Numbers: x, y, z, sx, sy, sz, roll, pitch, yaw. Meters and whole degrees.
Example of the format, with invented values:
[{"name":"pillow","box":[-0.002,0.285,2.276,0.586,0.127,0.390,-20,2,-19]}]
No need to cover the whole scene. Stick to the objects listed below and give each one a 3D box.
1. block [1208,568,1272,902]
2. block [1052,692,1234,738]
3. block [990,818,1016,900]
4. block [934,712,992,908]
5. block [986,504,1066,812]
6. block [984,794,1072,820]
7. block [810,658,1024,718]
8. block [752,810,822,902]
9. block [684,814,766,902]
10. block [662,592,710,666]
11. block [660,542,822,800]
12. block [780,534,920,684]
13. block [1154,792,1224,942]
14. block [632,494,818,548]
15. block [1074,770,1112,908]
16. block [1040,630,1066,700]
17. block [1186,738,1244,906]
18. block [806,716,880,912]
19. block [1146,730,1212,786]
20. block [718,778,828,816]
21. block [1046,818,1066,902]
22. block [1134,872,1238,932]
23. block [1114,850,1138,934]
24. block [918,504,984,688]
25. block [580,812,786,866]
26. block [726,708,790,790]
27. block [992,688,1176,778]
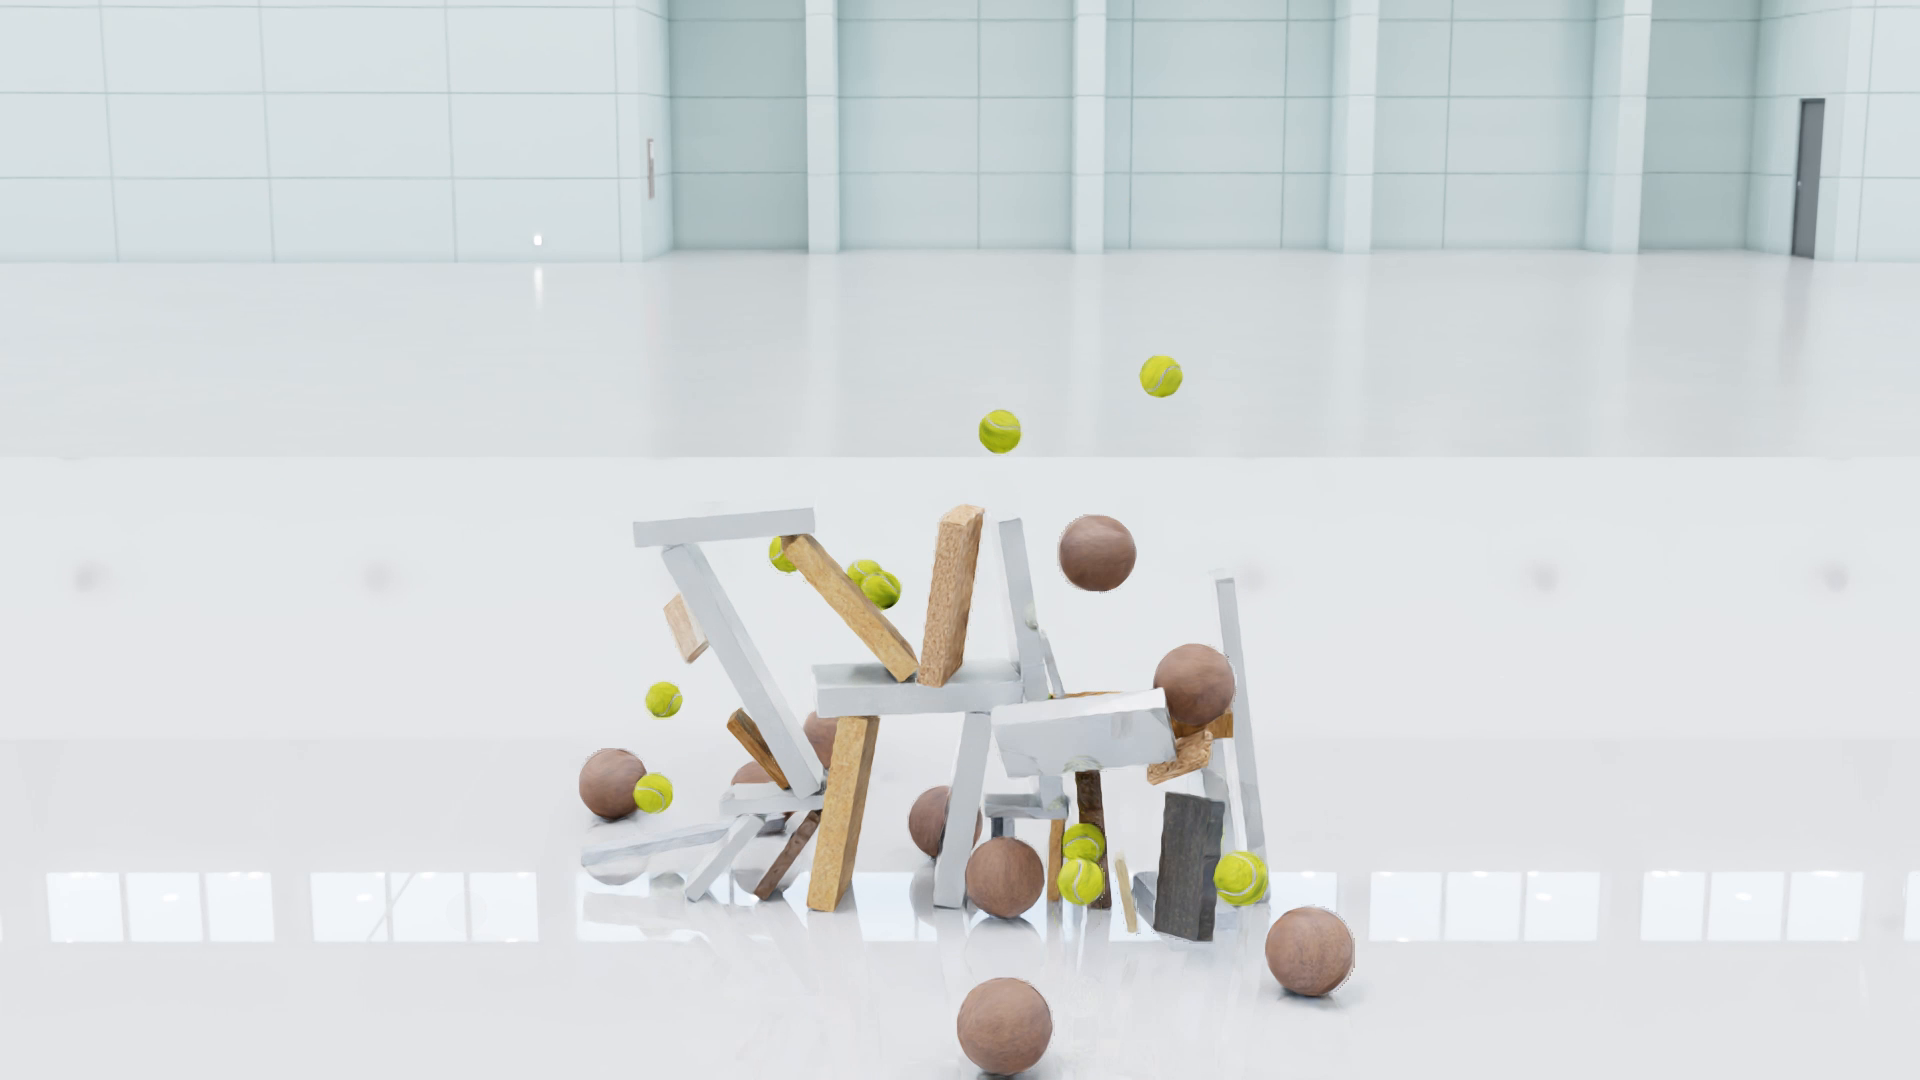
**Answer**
[{"name":"block","box":[0.461,0.320,3.633,0.030,0.540,0.107,-8,8,0]},{"name":"block","box":[0.296,0.287,3.610,0.285,0.040,0.143,0,11,-1]},{"name":"block","box":[0.071,0.520,3.658,0.020,0.140,0.070,-2,11,-15]},{"name":"block","box":[0.006,0.424,3.647,0.047,0.330,0.165,9,10,-1]},{"name":"block","box":[0.108,0.191,3.599,0.038,0.488,0.135,-10,12,-6]},{"name":"block","box":[0.113,0.441,3.644,0.140,0.020,0.070,1,11,5]},{"name":"block","box":[-0.074,0.240,3.598,0.330,0.047,0.165,-1,11,-8]},{"name":"block","box":[-0.278,0.511,3.654,0.025,0.177,0.089,35,12,-1]},{"name":"block","box":[-0.389,0.516,3.658,0.025,0.177,0.089,41,7,-8]},{"name":"block","box":[-0.513,0.160,4.162,0.020,0.072,0.144,28,25,-44]},{"name":"block","box":[-0.353,0.201,3.591,0.041,0.461,0.143,-28,10,2]},{"name":"block","box":[-0.180,0.099,3.566,0.041,0.286,0.143,-41,12,2]},{"name":"block","box":[0.352,0.501,3.378,0.030,0.214,0.107,6,-2,-33]},{"name":"block","box":[-0.375,-0.032,3.538,0.286,0.041,0.143,-5,10,-1]},{"name":"block","box":[0.218,0.449,3.642,0.040,0.285,0.143,-5,10,4]},{"name":"block","box":[0.150,0.210,3.598,0.017,0.117,0.059,-17,11,0]},{"name":"block","box":[0.415,0.448,3.643,0.040,0.285,0.143,-10,11,-5]},{"name":"block","box":[-0.189,0.428,3.629,0.047,0.330,0.165,12,12,6]},{"name":"block","box":[0.347,0.345,3.484,0.017,0.058,0.117,37,-44,-29]},{"name":"block","box":[-0.302,0.426,3.642,0.177,0.025,0.089,-4,11,9]},{"name":"block","box":[0.160,0.521,3.655,0.020,0.140,0.070,4,11,7]},{"name":"block","box":[0.366,0.589,3.591,0.107,0.030,0.214,-2,11,-12]},{"name":"block","box":[0.259,0.549,3.433,0.017,0.117,0.058,-11,5,5]},{"name":"block","box":[-0.014,0.088,3.530,0.038,0.271,0.135,11,15,12]},{"name":"block","box":[-0.470,0.506,3.740,0.346,0.020,0.072,-10,5,-7]},{"name":"block","box":[-0.330,0.347,3.656,0.020,0.144,0.072,-40,7,8]},{"name":"block","box":[0.196,0.305,3.458,0.271,0.135,0.038,-7,45,10]}]
